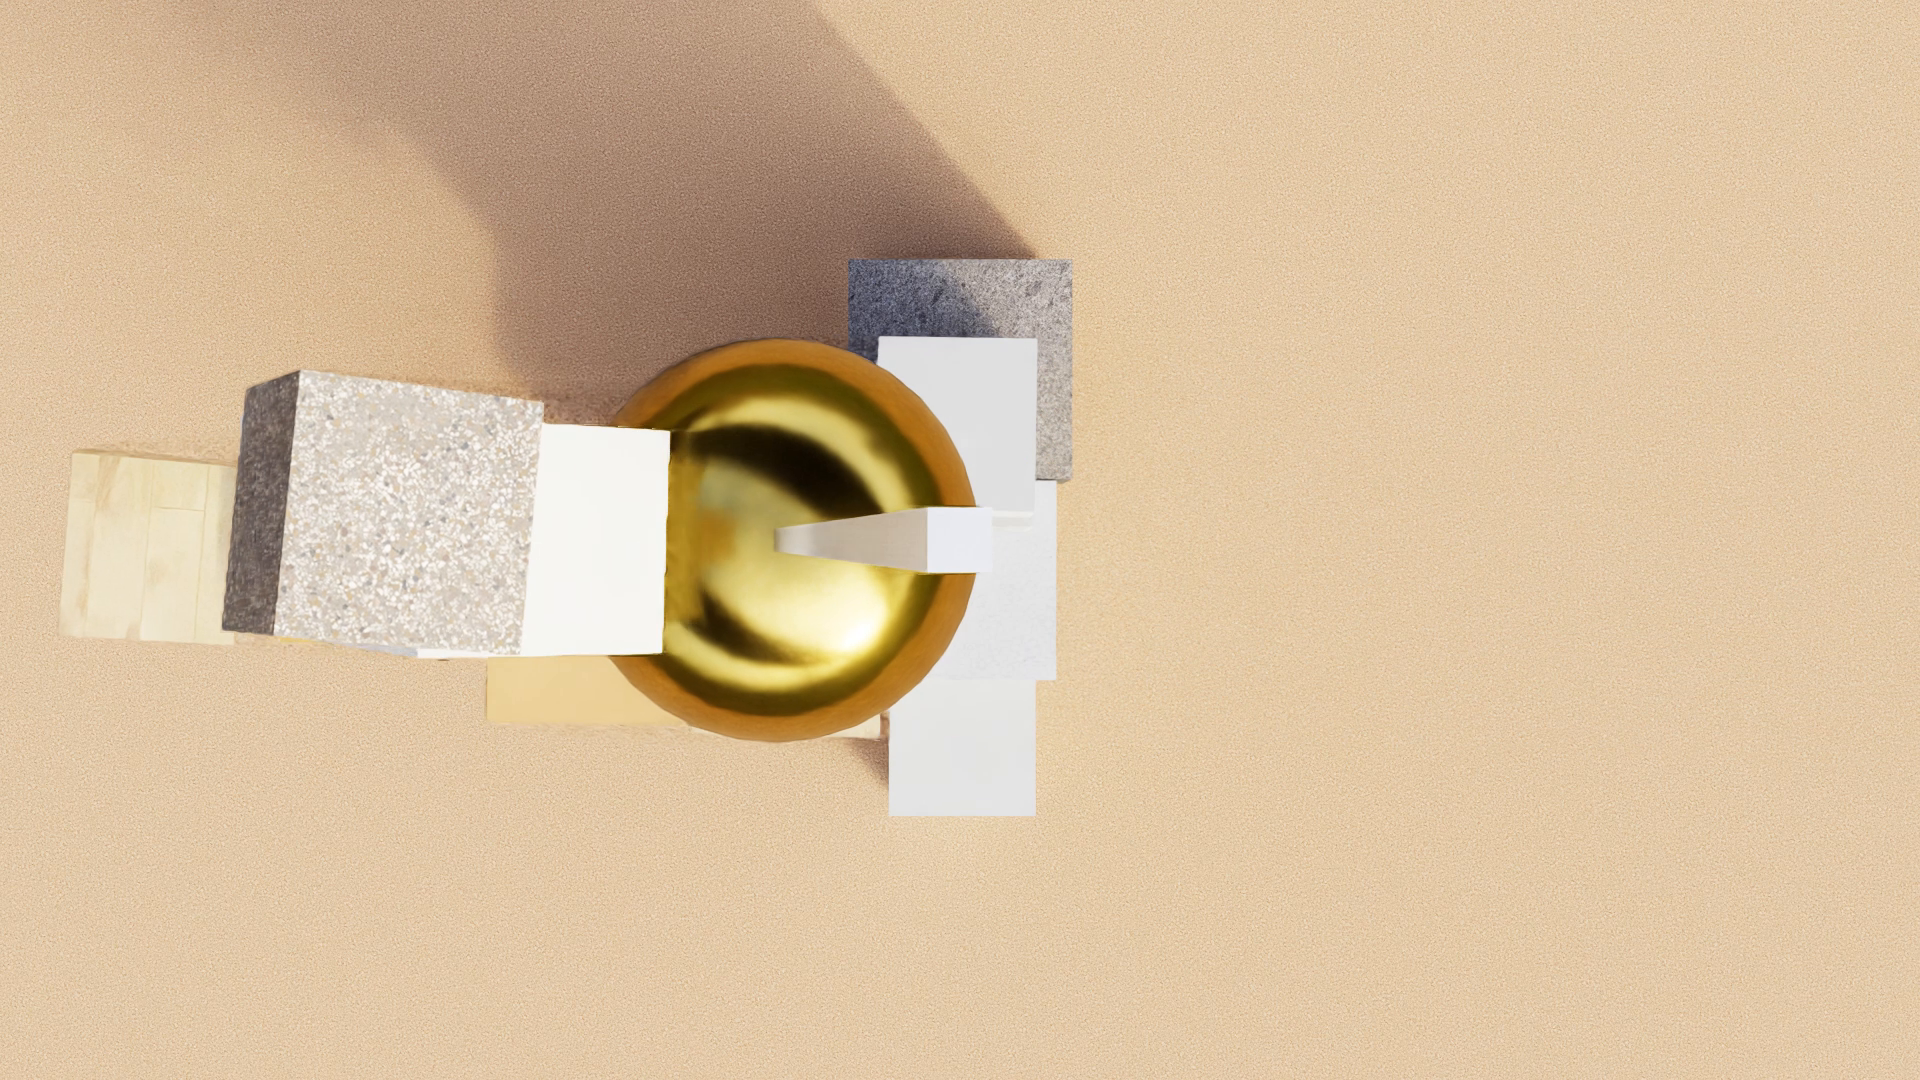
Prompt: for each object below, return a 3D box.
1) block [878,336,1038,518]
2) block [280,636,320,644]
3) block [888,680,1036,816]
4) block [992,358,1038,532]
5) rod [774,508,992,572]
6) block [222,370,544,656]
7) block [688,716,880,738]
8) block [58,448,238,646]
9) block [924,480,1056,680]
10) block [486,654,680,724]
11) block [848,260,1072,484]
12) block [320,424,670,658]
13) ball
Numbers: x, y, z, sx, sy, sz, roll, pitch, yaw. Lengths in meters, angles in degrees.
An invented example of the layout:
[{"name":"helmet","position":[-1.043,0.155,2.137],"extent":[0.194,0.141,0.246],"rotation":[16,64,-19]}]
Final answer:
[{"name":"block","position":[-0.015,-0.537,10.698],"extent":[0.747,0.666,0.817],"rotation":[1,88,0]},{"name":"block","position":[-2.971,0.063,11.187],"extent":[0.906,0.848,0.852],"rotation":[-2,91,-13]},{"name":"block","position":[0.012,1.143,12.558],"extent":[0.807,0.884,0.756],"rotation":[0,90,0]},{"name":"block","position":[-0.022,-0.501,11.461],"extent":[0.801,0.863,0.882],"rotation":[1,88,0]},{"name":"rod","position":[-0.313,0.000,5.281],"extent":[0.080,5.200,0.080],"rotation":[0,90,-7]},{"name":"block","position":[-1.763,-0.065,6.677],"extent":[0.715,0.758,0.754],"rotation":[7,86,-29]},{"name":"block","position":[-0.935,0.461,11.477],"extent":[0.951,0.907,0.976],"rotation":[3,94,-11]},{"name":"block","position":[-4.037,0.024,11.045],"extent":[0.804,0.727,0.880],"rotation":[5,93,-19]},{"name":"block","position":[0.017,0.217,12.444],"extent":[1.008,1.113,1.076],"rotation":[0,90,0]},{"name":"block","position":[-1.969,0.449,11.462],"extent":[0.958,0.828,0.934],"rotation":[1,91,-12]},{"name":"block","position":[0.002,-0.926,12.453],"extent":[1.214,1.094,1.189],"rotation":[0,90,0]},{"name":"block","position":[-1.689,-0.018,7.833],"extent":[0.941,0.890,0.790],"rotation":[1,91,-41]},{"name":"ball","position":[-0.722,0.000,8.657],"extent":[1.600,1.600,1.600],"rotation":[0,90,0]}]
